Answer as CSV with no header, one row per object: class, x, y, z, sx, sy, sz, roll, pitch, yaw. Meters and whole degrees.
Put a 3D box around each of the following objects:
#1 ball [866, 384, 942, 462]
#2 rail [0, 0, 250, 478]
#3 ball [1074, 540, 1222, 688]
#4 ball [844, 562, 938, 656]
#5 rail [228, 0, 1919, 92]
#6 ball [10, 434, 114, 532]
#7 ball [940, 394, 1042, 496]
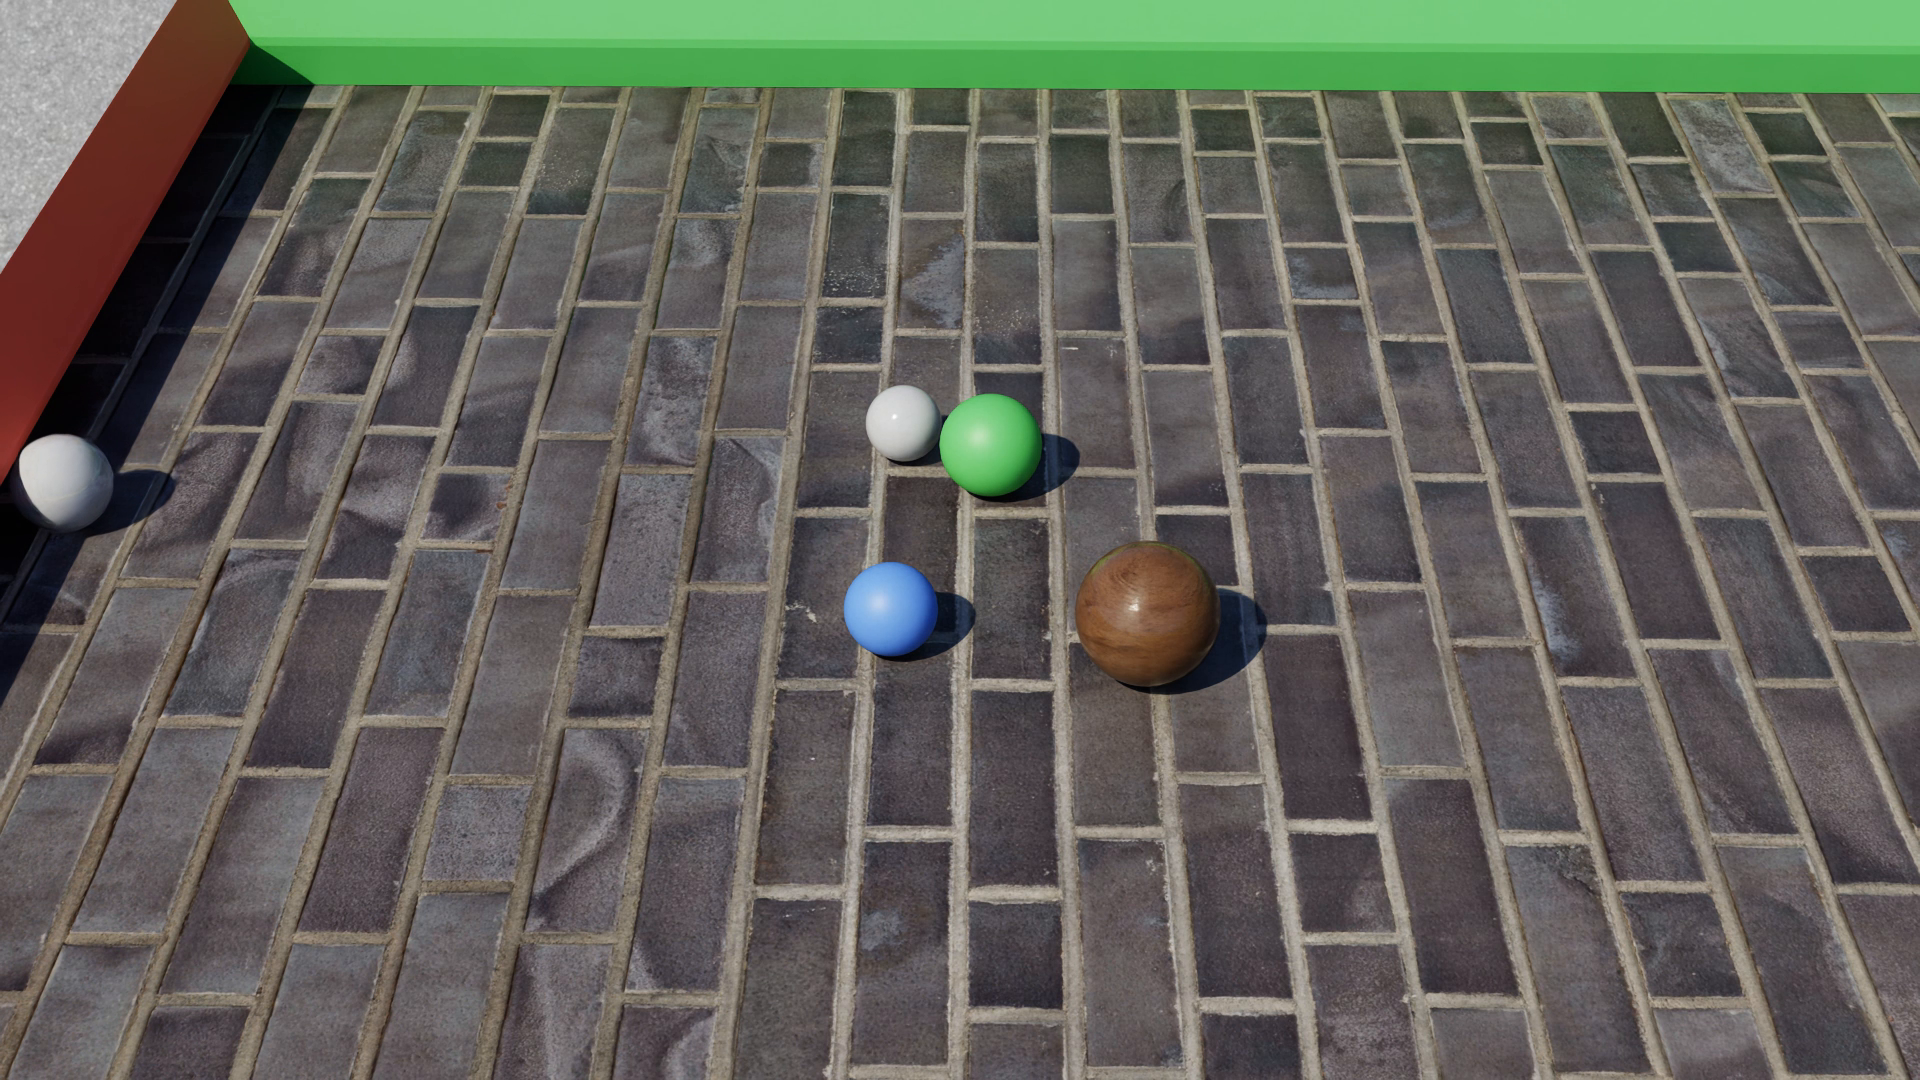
ball,-0.043,-0.088,1.945,0.058,0.058,0.058,0,35,0
rail,-0.703,-0.028,1.797,0.045,0.128,1.629,0,35,1
ball,0.126,0.049,1.715,0.098,0.098,0.098,0,35,0
ball,-0.047,0.047,1.747,0.065,0.065,0.065,0,35,0
rail,0.737,-0.474,2.428,2.907,0.128,0.045,0,35,1
ball,-0.653,-0.042,1.867,0.072,0.072,0.072,0,35,0
ball,0.023,-0.070,1.904,0.077,0.077,0.077,0,35,0
